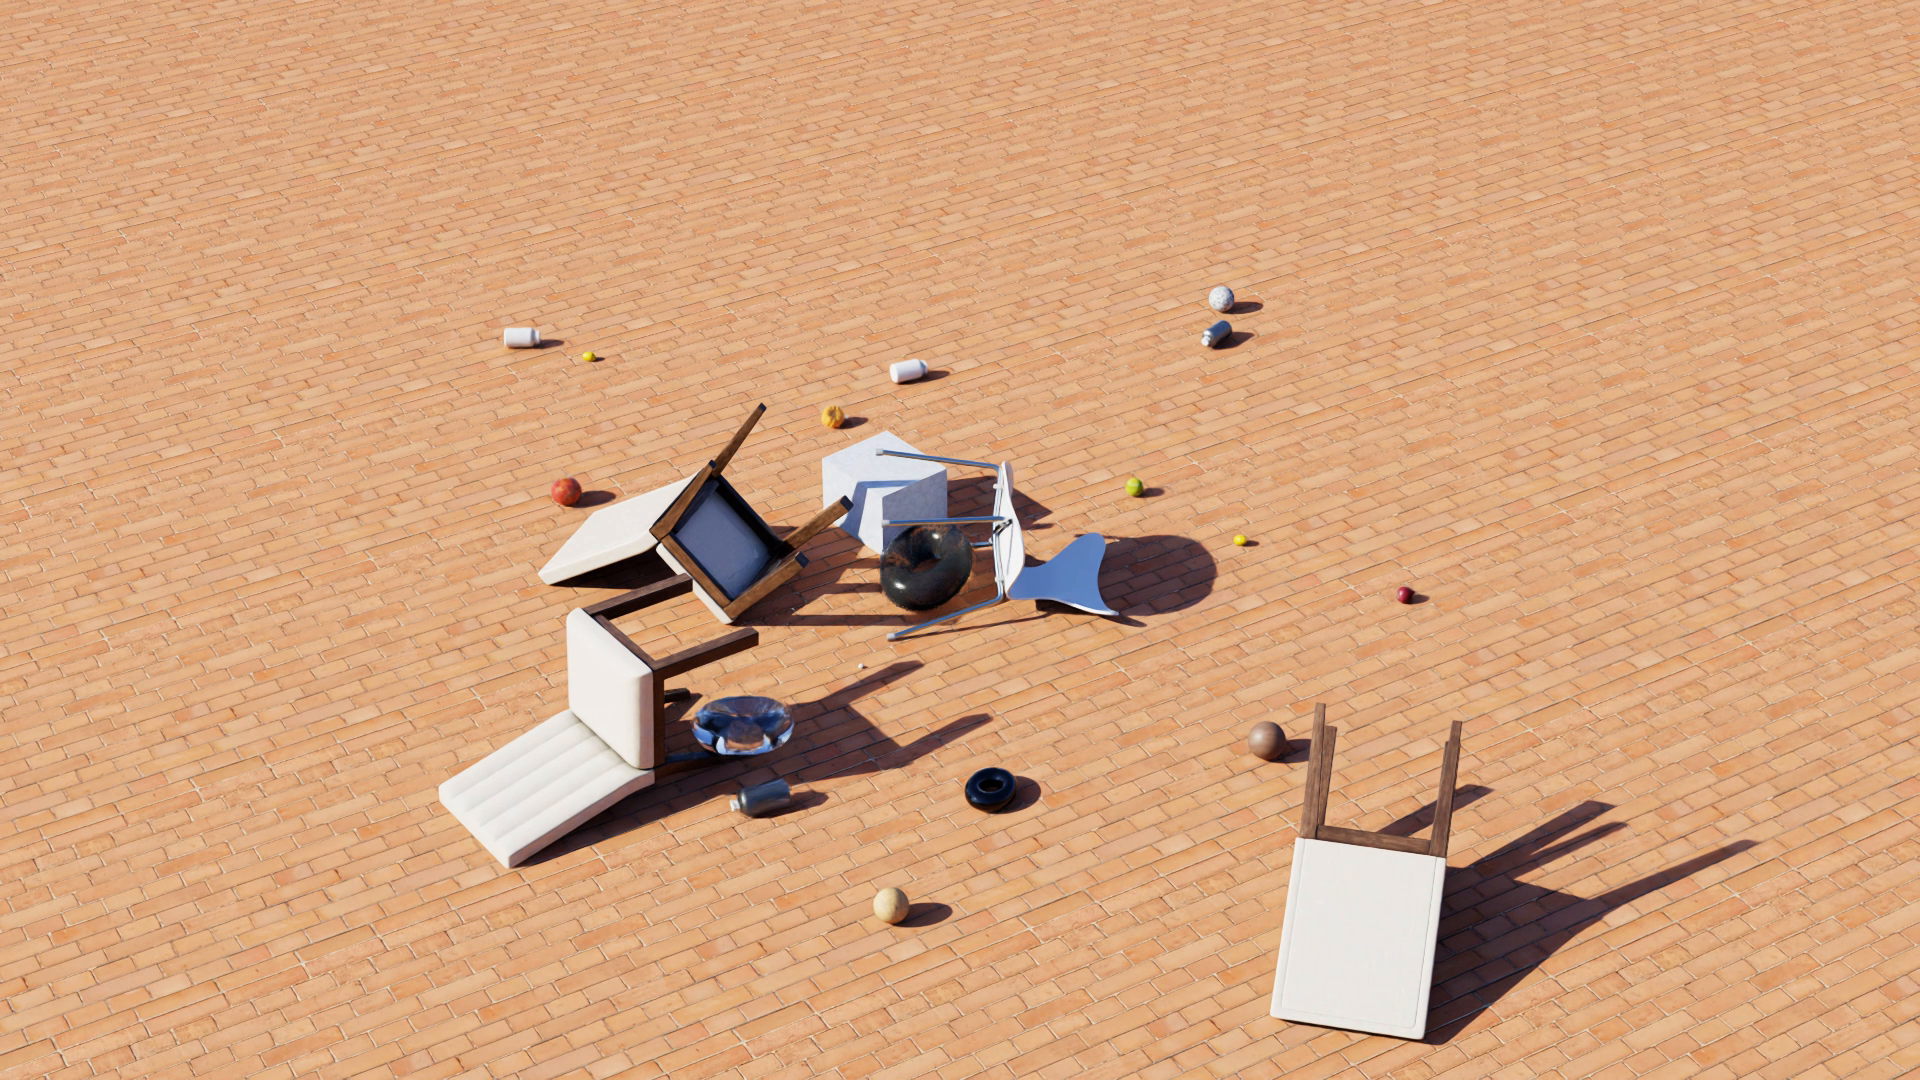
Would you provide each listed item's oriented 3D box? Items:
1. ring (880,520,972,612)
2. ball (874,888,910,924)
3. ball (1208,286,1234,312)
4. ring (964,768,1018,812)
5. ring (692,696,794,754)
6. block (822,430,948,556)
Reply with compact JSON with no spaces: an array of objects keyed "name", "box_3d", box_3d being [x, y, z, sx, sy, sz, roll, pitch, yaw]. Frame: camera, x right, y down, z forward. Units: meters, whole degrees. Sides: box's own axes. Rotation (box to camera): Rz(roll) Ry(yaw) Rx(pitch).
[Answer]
[{"name":"ring","box_3d":[-0.122,0.092,10.630,0.331,0.145,0.415,6,45,21]},{"name":"ball","box_3d":[-0.214,1.136,9.117,0.113,0.113,0.113,0,33,0]},{"name":"ball","box_3d":[1.106,-1.019,12.393,0.108,0.108,0.108,0,33,0]},{"name":"ring","box_3d":[0.102,0.820,9.643,0.173,0.064,0.208,11,34,18]},{"name":"ring","box_3d":[-0.726,0.620,9.817,0.323,0.133,0.369,9,15,27]},{"name":"block","box_3d":[-0.281,-0.177,10.977,0.311,0.259,0.354,-25,41,-33]}]
